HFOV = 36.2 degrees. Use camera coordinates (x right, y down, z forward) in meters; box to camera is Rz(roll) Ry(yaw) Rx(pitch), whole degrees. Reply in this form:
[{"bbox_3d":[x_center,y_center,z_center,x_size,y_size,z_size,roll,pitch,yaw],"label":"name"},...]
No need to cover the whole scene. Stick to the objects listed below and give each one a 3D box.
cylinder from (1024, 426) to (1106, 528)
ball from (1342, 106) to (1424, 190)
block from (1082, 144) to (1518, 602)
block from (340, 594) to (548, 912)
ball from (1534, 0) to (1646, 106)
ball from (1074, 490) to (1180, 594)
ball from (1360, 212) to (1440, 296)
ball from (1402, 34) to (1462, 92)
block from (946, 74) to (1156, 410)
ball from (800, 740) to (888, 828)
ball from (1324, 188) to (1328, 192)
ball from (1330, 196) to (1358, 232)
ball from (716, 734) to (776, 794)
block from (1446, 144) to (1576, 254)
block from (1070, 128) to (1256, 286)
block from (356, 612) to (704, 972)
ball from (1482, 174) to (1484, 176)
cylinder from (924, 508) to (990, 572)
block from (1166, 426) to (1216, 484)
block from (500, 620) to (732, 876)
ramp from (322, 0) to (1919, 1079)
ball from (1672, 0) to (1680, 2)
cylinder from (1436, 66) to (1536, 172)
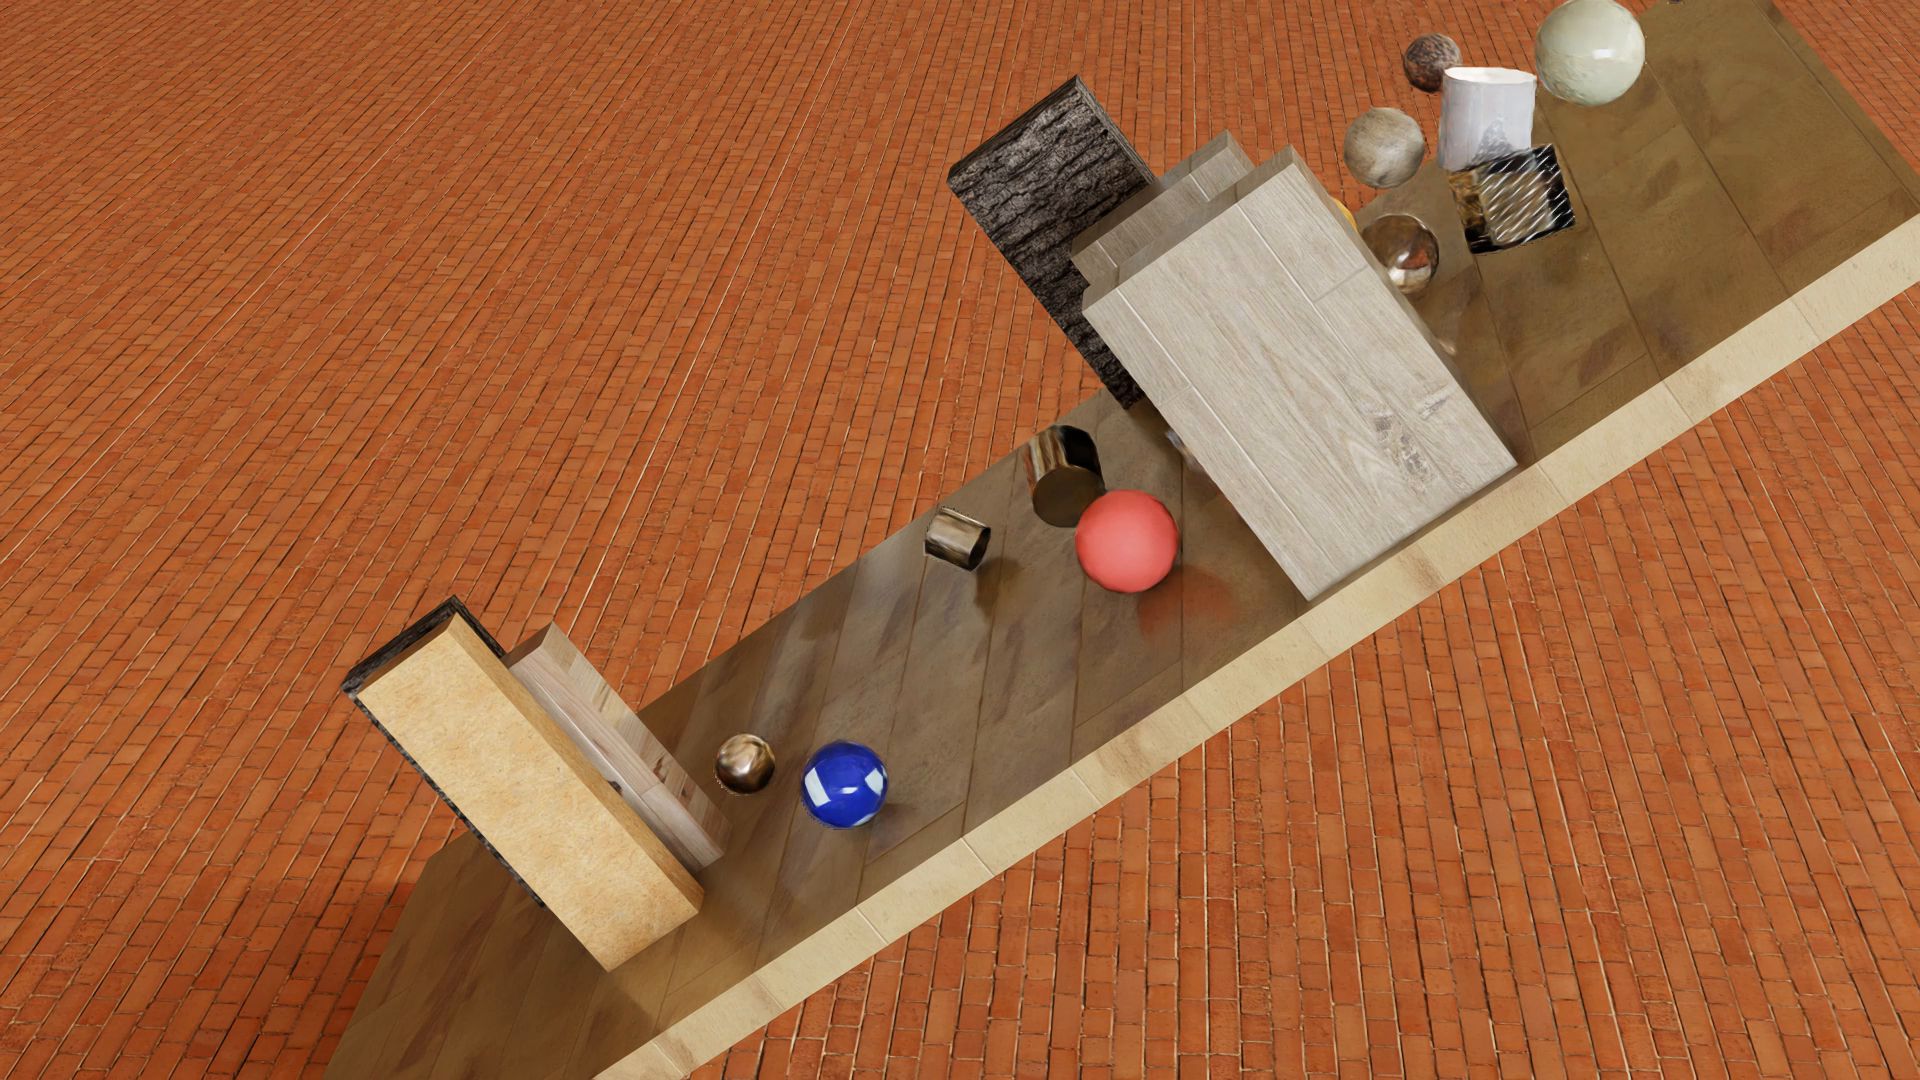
[{"bbox_3d":[0.228,-0.139,6.419,0.162,0.162,0.162,-2,35,-5],"label":"cylinder"},{"bbox_3d":[0.838,-0.775,5.820,0.161,0.161,0.161,0,23,0],"label":"ball"},{"bbox_3d":[0.591,-0.284,5.117,0.441,0.670,0.123,-35,16,17],"label":"block"},{"bbox_3d":[-1.037,0.486,6.636,0.320,0.703,0.085,-35,16,17],"label":"block"},{"bbox_3d":[1.164,-0.904,5.443,0.203,0.203,0.203,0,23,0],"label":"ball"},{"bbox_3d":[0.329,0.002,5.789,0.205,0.205,0.205,0,23,0],"label":"ball"},{"bbox_3d":[0.918,-0.599,6.175,0.176,0.176,0.176,0,23,0],"label":"ball"},{"bbox_3d":[0.960,-0.968,5.970,0.120,0.120,0.120,0,23,0],"label":"ball"},{"bbox_3d":[0.328,-0.685,6.808,0.369,0.686,0.131,-35,16,17],"label":"block"},{"bbox_3d":[-0.227,0.480,5.793,0.173,0.173,0.173,0,23,0],"label":"ball"},{"bbox_3d":[0.710,-0.696,6.270,0.172,0.172,0.172,0,23,0],"label":"ball"},{"bbox_3d":[0.722,-0.615,5.984,0.176,0.176,0.176,0,23,0],"label":"ball"},{"bbox_3d":[-0.467,0.487,6.400,0.130,0.130,0.130,0,23,0],"label":"ball"},{"bbox_3d":[1.040,-0.643,5.550,0.158,0.158,0.158,-20,7,-9],"label":"block"},{"bbox_3d":[0.549,-0.592,6.493,0.422,0.445,0.149,-35,16,17],"label":"block"},{"bbox_3d":[-0.869,0.521,5.998,0.246,0.786,0.088,-35,16,17],"label":"block"},{"bbox_3d":[1.105,-0.834,6.122,0.151,0.151,0.151,0,23,0],"label":"ball"},{"bbox_3d":[-0.005,-0.001,6.646,0.111,0.111,0.111,23,29,16],"label":"cylinder"},{"bbox_3d":[0.543,-0.218,6.031,0.142,0.142,0.142,-46,17,-22],"label":"block"},{"bbox_3d":[-0.830,0.523,6.252,0.390,0.599,0.124,-35,16,17],"label":"block"},{"bbox_3d":[0.127,0.180,6.326,4.000,0.100,2.000,-35,16,17],"label":"ramp"},{"bbox_3d":[1.363,-1.113,5.584,0.177,0.177,0.177,0,23,0],"label":"ball"},{"bbox_3d":[1.018,-0.812,5.695,0.177,0.177,0.177,2,19,-1],"label":"cylinder"}]
